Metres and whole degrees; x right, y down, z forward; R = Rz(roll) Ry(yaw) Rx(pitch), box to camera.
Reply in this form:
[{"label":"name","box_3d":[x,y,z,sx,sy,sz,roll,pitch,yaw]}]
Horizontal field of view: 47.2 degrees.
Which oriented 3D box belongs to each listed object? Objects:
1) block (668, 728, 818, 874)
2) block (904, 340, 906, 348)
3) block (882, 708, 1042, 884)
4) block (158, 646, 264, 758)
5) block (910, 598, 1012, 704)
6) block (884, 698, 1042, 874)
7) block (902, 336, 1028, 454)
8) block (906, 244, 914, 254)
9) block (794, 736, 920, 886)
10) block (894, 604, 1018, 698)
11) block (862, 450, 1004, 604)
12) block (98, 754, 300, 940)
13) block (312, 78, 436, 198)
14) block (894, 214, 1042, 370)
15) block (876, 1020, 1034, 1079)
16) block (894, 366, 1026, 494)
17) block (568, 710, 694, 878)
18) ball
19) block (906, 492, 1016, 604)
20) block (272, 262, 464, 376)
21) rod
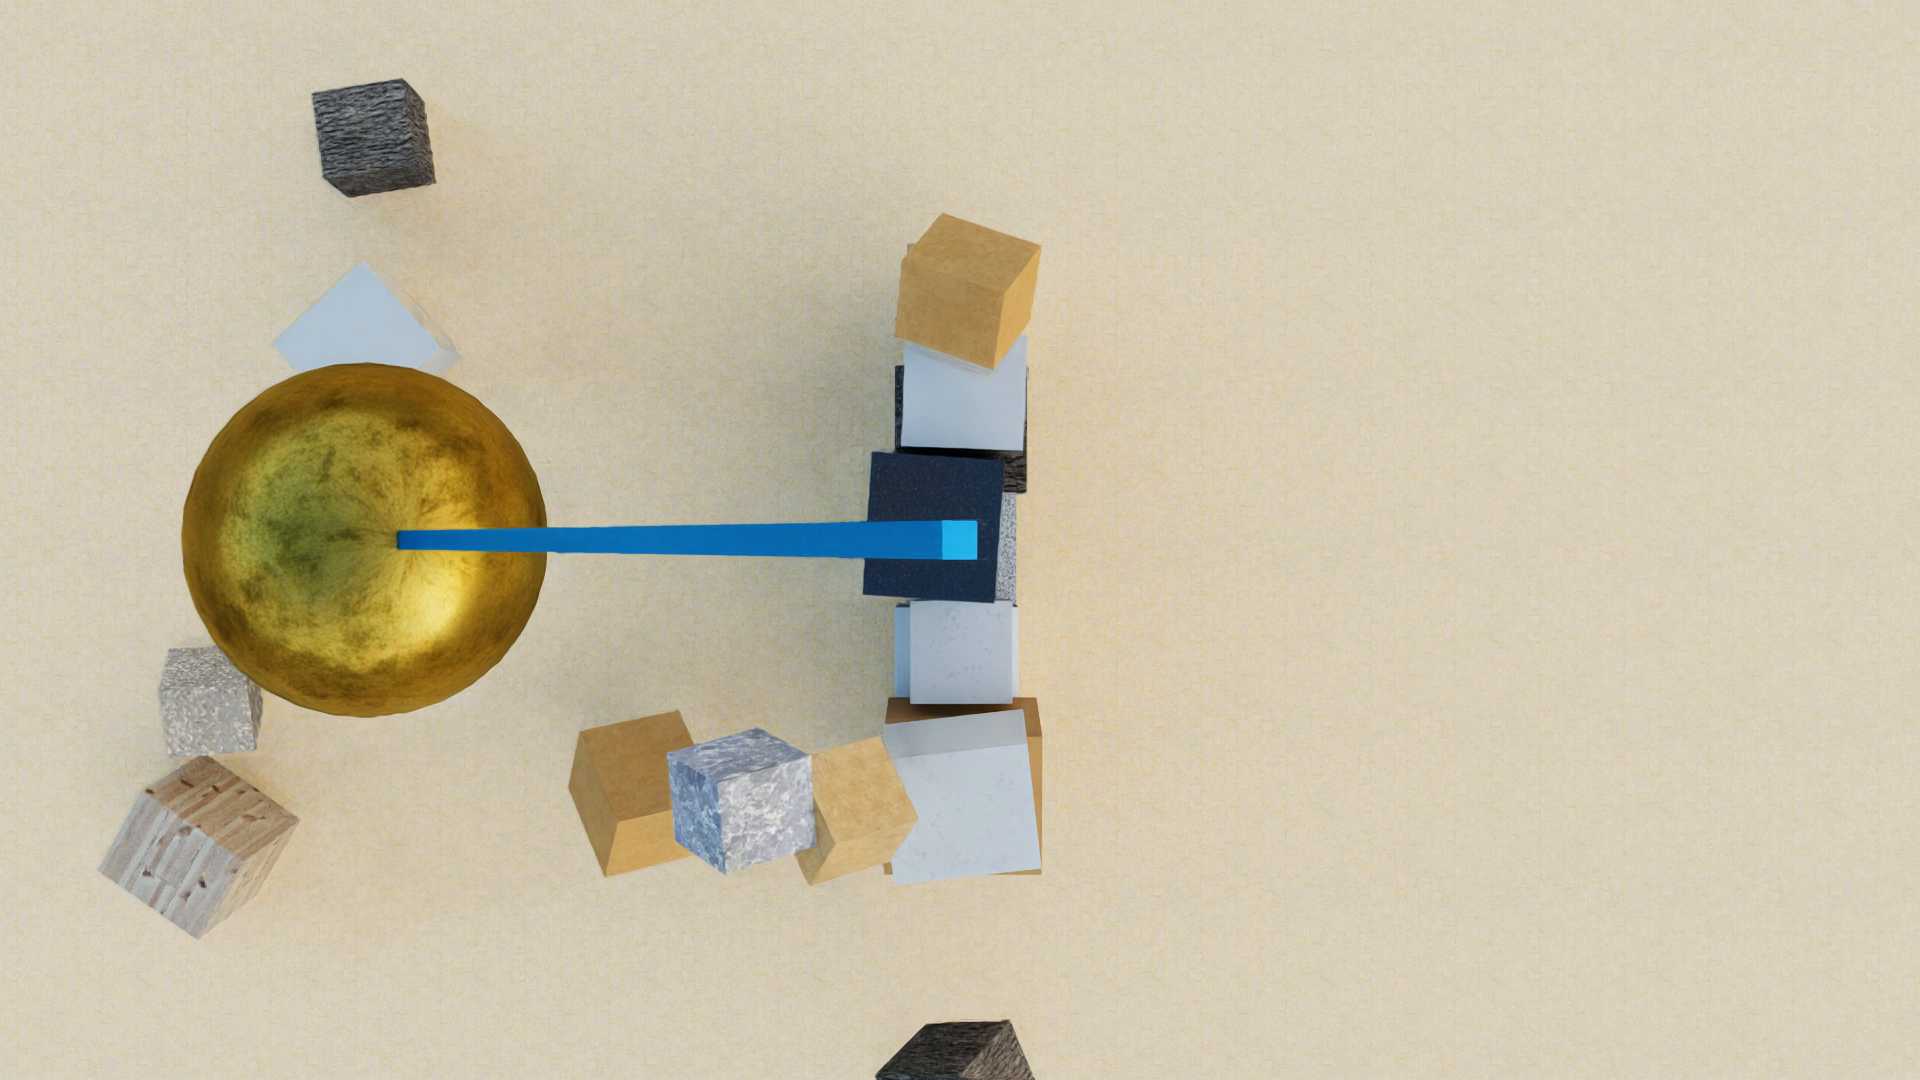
[{"label":"block","box_3d":[-1.024,1.220,10.348,0.493,0.494,0.451,-14,109,-32]},{"label":"block","box_3d":[-0.002,-1.278,12.739,0.621,0.521,0.597,0,90,0]},{"label":"block","box_3d":[0.002,1.280,11.055,0.725,0.707,0.632,-7,99,1]},{"label":"block","box_3d":[-4.261,0.910,12.532,0.469,0.533,0.423,-4,113,-11]},{"label":"block","box_3d":[0.007,0.602,12.011,0.547,0.506,0.549,0,90,0]},{"label":"block","box_3d":[0.015,1.313,11.864,0.825,0.880,0.741,0,99,0]},{"label":"block","box_3d":[0.020,-0.795,12.000,0.650,0.546,0.613,2,90,-1]},{"label":"block","box_3d":[-0.001,-1.357,12.211,0.587,0.535,0.491,2,90,0]},{"label":"block","box_3d":[-0.556,1.300,10.556,0.453,0.456,0.464,-13,62,-30]},{"label":"block","box_3d":[-0.019,0.695,12.632,0.694,0.736,0.641,0,90,0]},{"label":"block","box_3d":[-0.145,-0.086,11.929,0.699,0.706,0.755,4,93,-1]},{"label":"block","box_3d":[-4.342,1.742,12.581,0.690,0.671,0.587,34,107,1]},{"label":"block","box_3d":[-3.389,-2.323,12.740,0.527,0.482,0.501,-9,86,0]},{"label":"block","box_3d":[0.039,-1.306,11.535,0.570,0.511,0.485,20,132,14]},{"label":"block","box_3d":[0.007,3.072,12.243,0.618,0.524,0.569,-12,106,39]},{"label":"block","box_3d":[0.000,-0.620,12.634,0.735,0.723,0.697,0,90,-1]},{"label":"block","box_3d":[-1.807,1.437,12.500,0.596,0.543,0.639,-11,53,-27]},{"label":"ball","box_3d":[-2.663,0.000,9.899,1.600,1.600,1.600,0,90,0]},{"label":"block","box_3d":[0.007,0.047,12.656,0.617,0.687,0.627,0,90,0]},{"label":"block","box_3d":[-3.407,-1.102,12.705,0.681,0.589,0.655,-42,90,0]},{"label":"rod","box_3d":[-1.154,0.000,6.852,0.080,5.200,0.080,0,90,-26]}]
